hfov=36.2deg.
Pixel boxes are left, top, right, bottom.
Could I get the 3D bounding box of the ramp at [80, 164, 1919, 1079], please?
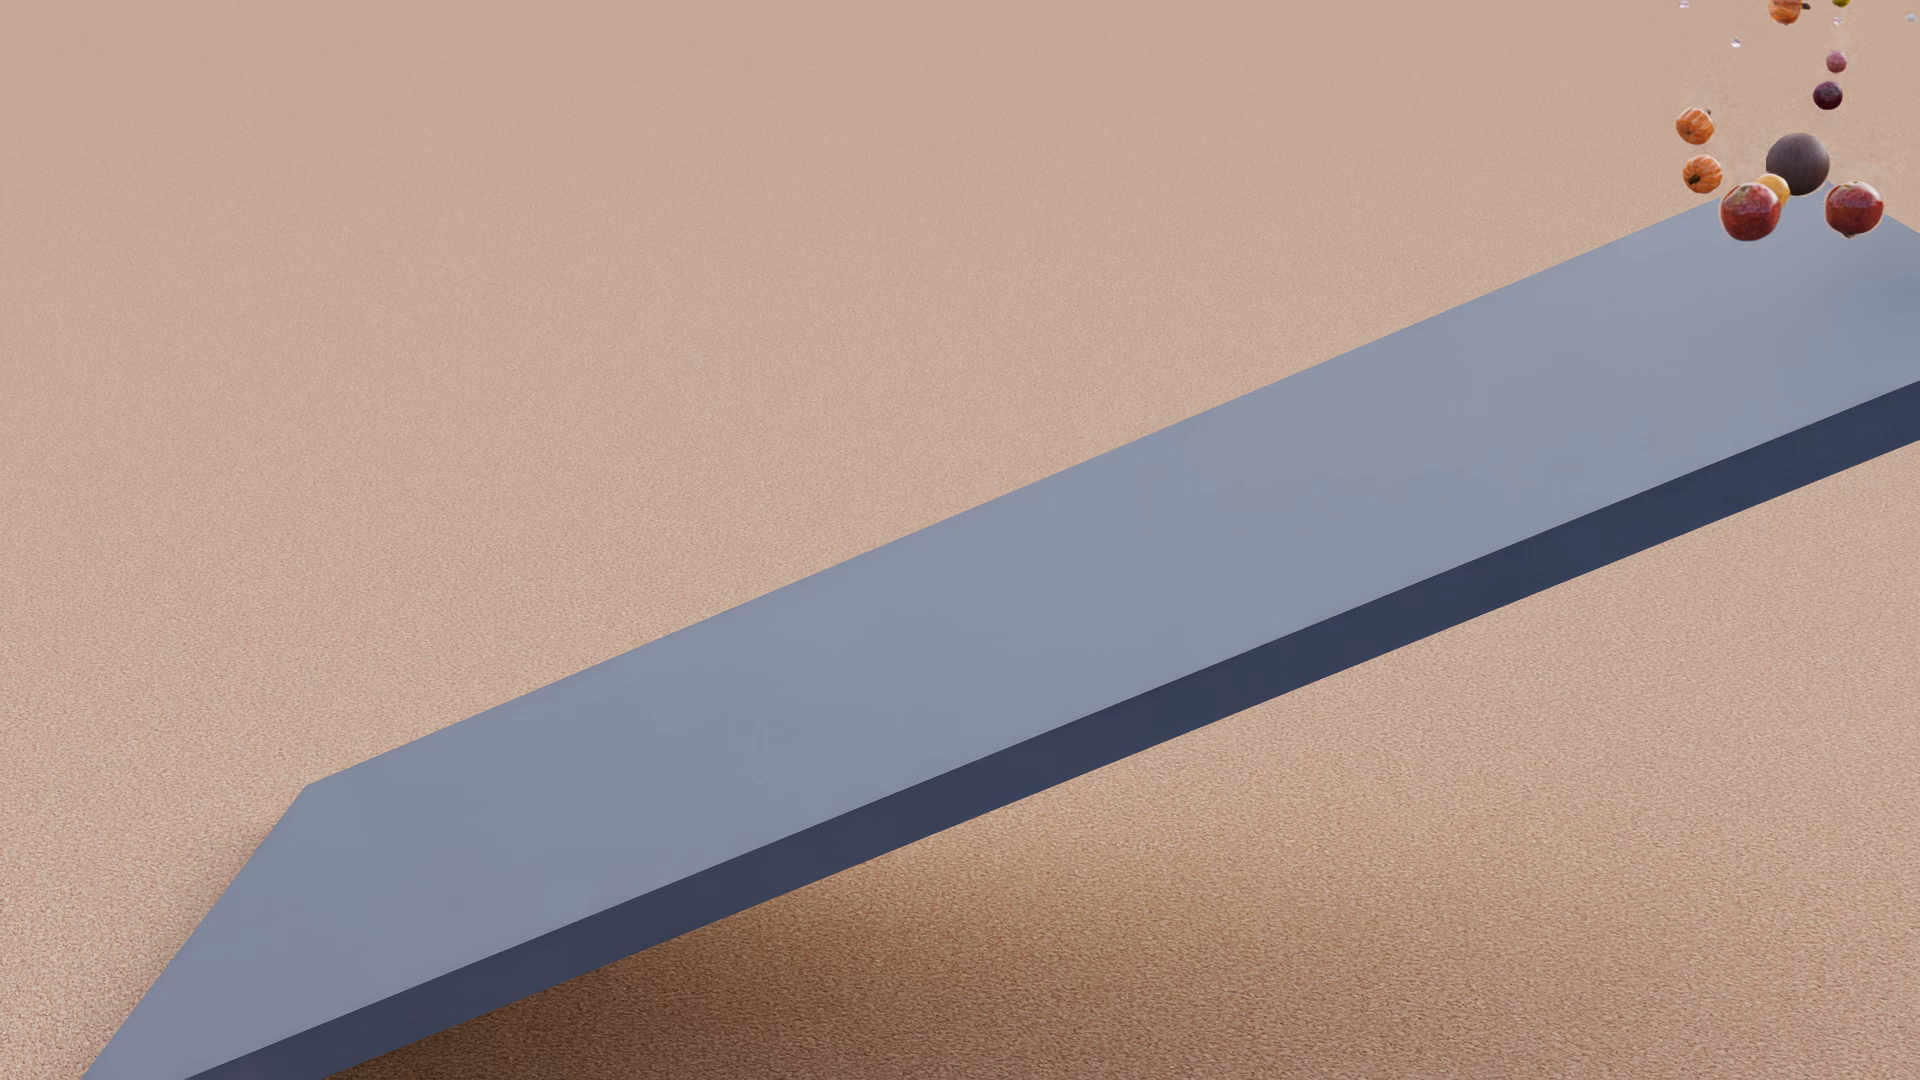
[{"bbox_3d":[0.131,0.171,6.285,4.000,0.100,2.000,-23,13,8],"label":"ramp"}]
